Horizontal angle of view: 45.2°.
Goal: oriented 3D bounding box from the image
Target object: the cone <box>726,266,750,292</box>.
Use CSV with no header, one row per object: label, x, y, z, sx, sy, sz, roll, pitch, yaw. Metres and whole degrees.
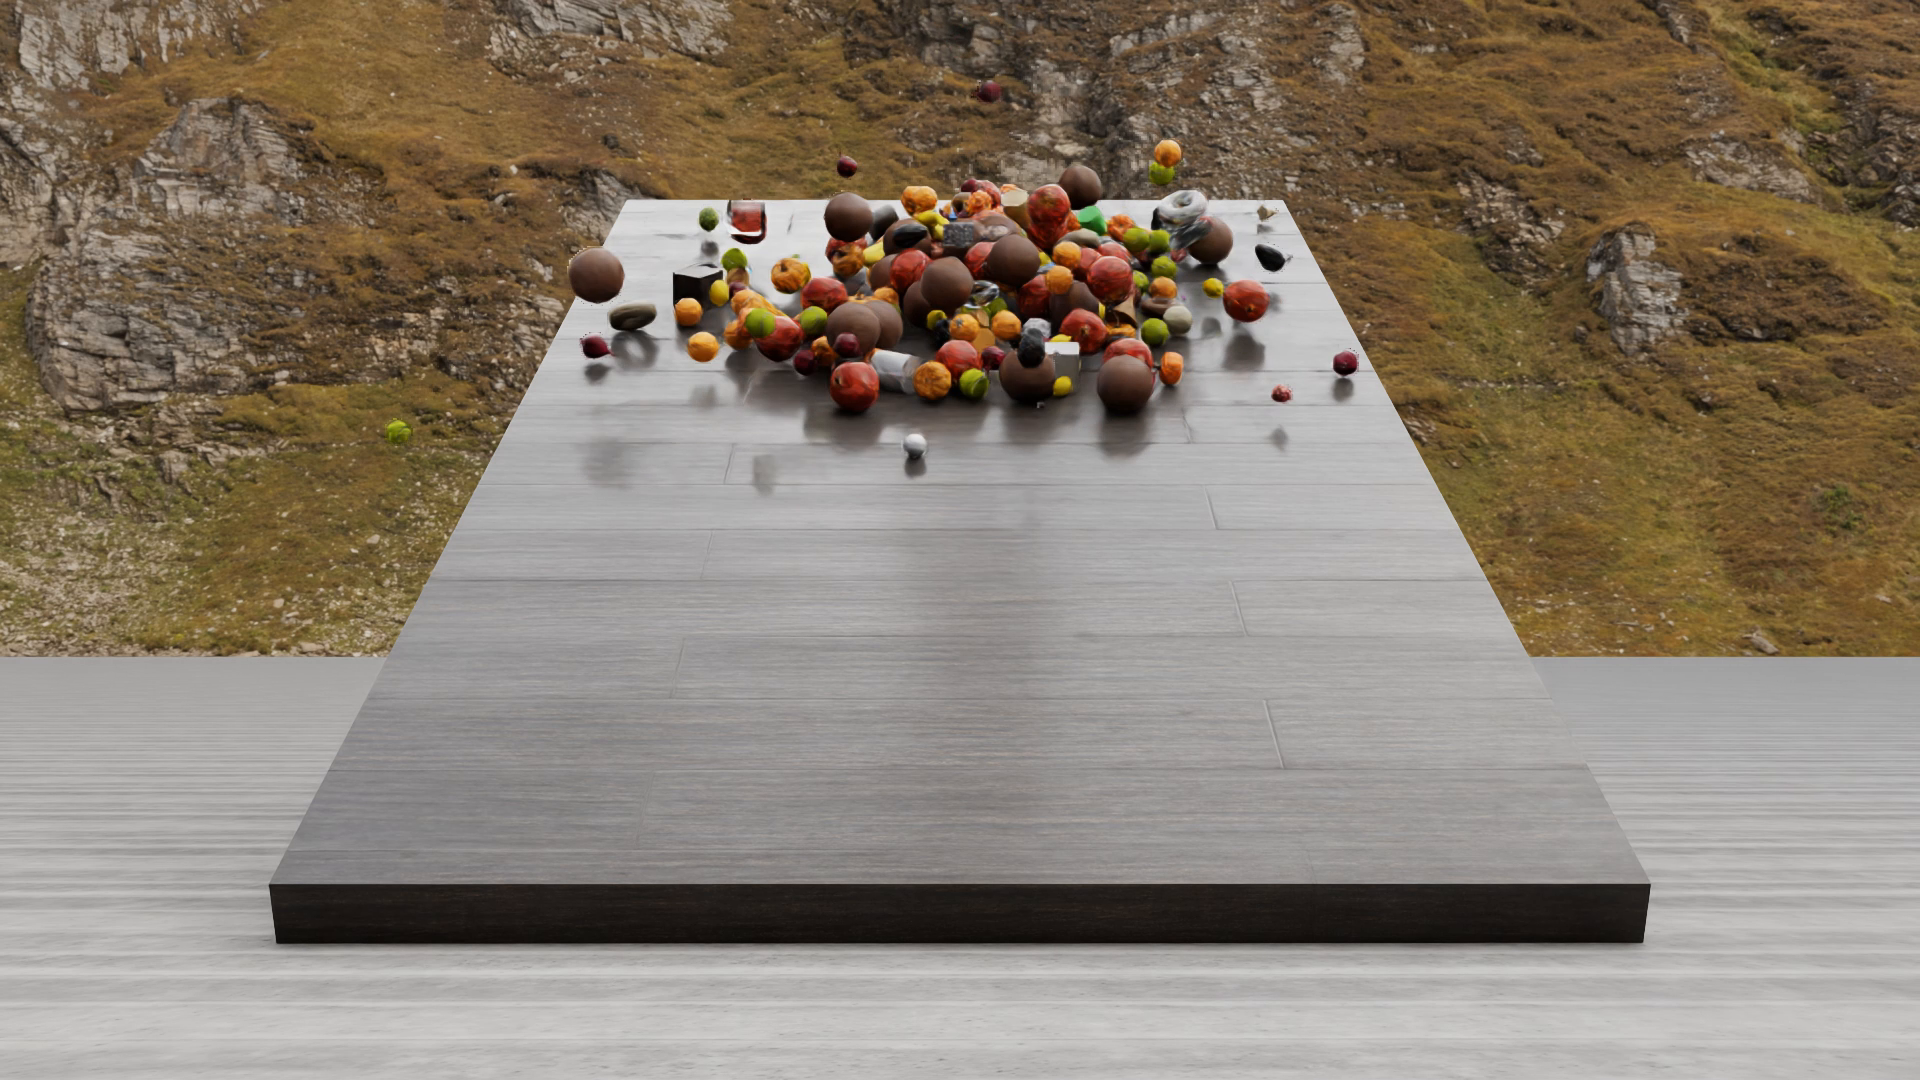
cone,-0.578,-0.686,6.138,0.070,0.070,0.070,-1,-6,17

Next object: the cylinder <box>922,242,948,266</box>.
cylinder,-0.071,-0.784,6.328,0.066,0.066,0.066,3,-3,-4

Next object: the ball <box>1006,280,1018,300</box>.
ball,0.146,-0.656,6.029,0.051,0.051,0.051,0,-3,0

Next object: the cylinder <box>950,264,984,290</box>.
cylinder,0.018,-0.695,6.107,0.073,0.073,0.073,5,-1,14

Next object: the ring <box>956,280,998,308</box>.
ring,0.045,-0.611,5.725,0.108,0.036,0.108,-12,31,7

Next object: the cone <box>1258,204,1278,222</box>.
cone,0.913,-0.964,6.786,0.052,0.052,0.052,-4,-1,-23

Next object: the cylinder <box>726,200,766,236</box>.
cylinder,-0.576,-0.866,6.196,0.092,0.092,0.092,1,-3,-17

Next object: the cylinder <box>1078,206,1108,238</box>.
cylinder,0.367,-0.881,6.391,0.065,0.065,0.065,-2,-39,29

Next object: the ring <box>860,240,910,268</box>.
ring,-0.202,-0.767,6.192,0.138,0.046,0.138,-13,21,5

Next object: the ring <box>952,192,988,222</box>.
ring,0.027,-0.928,6.424,0.106,0.035,0.106,20,-26,10

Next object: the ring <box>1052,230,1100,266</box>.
ring,0.310,-0.782,6.168,0.136,0.045,0.136,-19,-22,-8

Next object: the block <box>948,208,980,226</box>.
block,0.010,-0.894,6.527,0.084,0.084,0.084,12,-47,1

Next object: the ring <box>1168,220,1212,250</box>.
ring,0.591,-0.782,5.916,0.122,0.041,0.122,-28,4,2

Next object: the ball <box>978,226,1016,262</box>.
ball,0.095,-0.765,5.952,0.094,0.094,0.094,0,-3,0

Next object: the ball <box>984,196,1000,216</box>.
ball,0.092,-0.989,6.836,0.059,0.059,0.059,0,-3,0

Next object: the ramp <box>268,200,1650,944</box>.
ramp,-0.007,-0.224,5.200,2.000,0.100,4.000,0,23,0

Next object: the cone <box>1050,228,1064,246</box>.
cone,0.294,-0.845,6.524,0.058,0.058,0.058,29,3,11

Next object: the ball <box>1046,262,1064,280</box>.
ball,0.240,-0.692,6.012,0.062,0.062,0.062,0,-3,0

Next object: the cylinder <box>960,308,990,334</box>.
cylinder,0.037,-0.540,5.709,0.053,0.053,0.053,3,-38,-44

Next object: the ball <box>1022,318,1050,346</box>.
ball,0.187,-0.512,5.672,0.072,0.072,0.072,0,-3,0

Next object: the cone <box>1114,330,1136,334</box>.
cone,0.414,-0.550,5.787,0.054,0.054,0.054,0,23,0

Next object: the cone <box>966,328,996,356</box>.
cone,0.058,-0.479,5.642,0.072,0.072,0.072,-1,-5,11

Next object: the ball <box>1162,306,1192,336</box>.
ball,0.544,-0.548,5.754,0.076,0.076,0.076,0,-3,0

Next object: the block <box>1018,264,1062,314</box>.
block,0.206,-0.648,5.956,0.093,0.093,0.093,6,31,14

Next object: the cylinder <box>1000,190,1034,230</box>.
cylinder,0.160,-0.920,6.411,0.080,0.080,0.080,-1,-44,19

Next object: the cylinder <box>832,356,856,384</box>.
cylinder,-0.271,-0.398,5.369,0.053,0.053,0.053,0,17,-9

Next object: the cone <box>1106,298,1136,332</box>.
cone,0.414,-0.573,5.712,0.083,0.083,0.083,20,-27,11

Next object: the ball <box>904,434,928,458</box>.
ball,-0.096,-0.203,4.953,0.051,0.051,0.051,0,-3,0

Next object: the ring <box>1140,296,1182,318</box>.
ring,0.520,-0.598,5.928,0.109,0.036,0.109,0,21,0

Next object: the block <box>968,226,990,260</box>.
block,0.060,-0.825,6.418,0.078,0.078,0.078,1,23,2

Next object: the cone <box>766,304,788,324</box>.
cone,-0.460,-0.568,5.839,0.056,0.056,0.056,10,-5,-11

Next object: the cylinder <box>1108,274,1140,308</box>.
cylinder,0.424,-0.634,5.927,0.072,0.072,0.072,-1,-17,14

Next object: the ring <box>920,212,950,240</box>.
ring,-0.063,-0.865,6.354,0.110,0.037,0.110,28,26,-15

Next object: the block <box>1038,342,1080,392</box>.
block,0.232,-0.404,5.385,0.092,0.092,0.092,0,23,1

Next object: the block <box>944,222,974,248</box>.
block,-0.003,-0.747,5.639,0.054,0.054,0.054,8,16,30

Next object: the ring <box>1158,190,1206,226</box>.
ring,0.611,-0.914,6.343,0.139,0.046,0.139,-13,37,10

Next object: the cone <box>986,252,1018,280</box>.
cone,0.118,-0.748,6.278,0.092,0.092,0.092,0,-4,5

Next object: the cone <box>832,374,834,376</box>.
cone,-0.268,-0.387,5.429,0.051,0.051,0.051,-29,-25,-16

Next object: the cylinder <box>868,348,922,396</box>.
cylinder,-0.150,-0.390,5.349,0.091,0.091,0.091,19,8,33

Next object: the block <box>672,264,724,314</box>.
block,-0.678,-0.652,5.976,0.093,0.093,0.093,15,27,31

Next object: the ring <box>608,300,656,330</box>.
ring,-0.818,-0.560,5.758,0.123,0.041,0.123,-16,-14,-4

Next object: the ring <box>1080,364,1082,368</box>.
ring,0.246,-0.417,5.498,0.090,0.030,0.090,0,21,0

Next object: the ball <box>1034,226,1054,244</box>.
ball,0.238,-0.864,6.522,0.054,0.054,0.054,0,-3,0

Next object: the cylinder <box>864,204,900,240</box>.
cylinder,-0.223,-0.909,6.590,0.077,0.077,0.077,-29,5,-14

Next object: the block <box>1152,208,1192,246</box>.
block,0.605,-0.894,6.572,0.087,0.087,0.087,-8,24,-18
